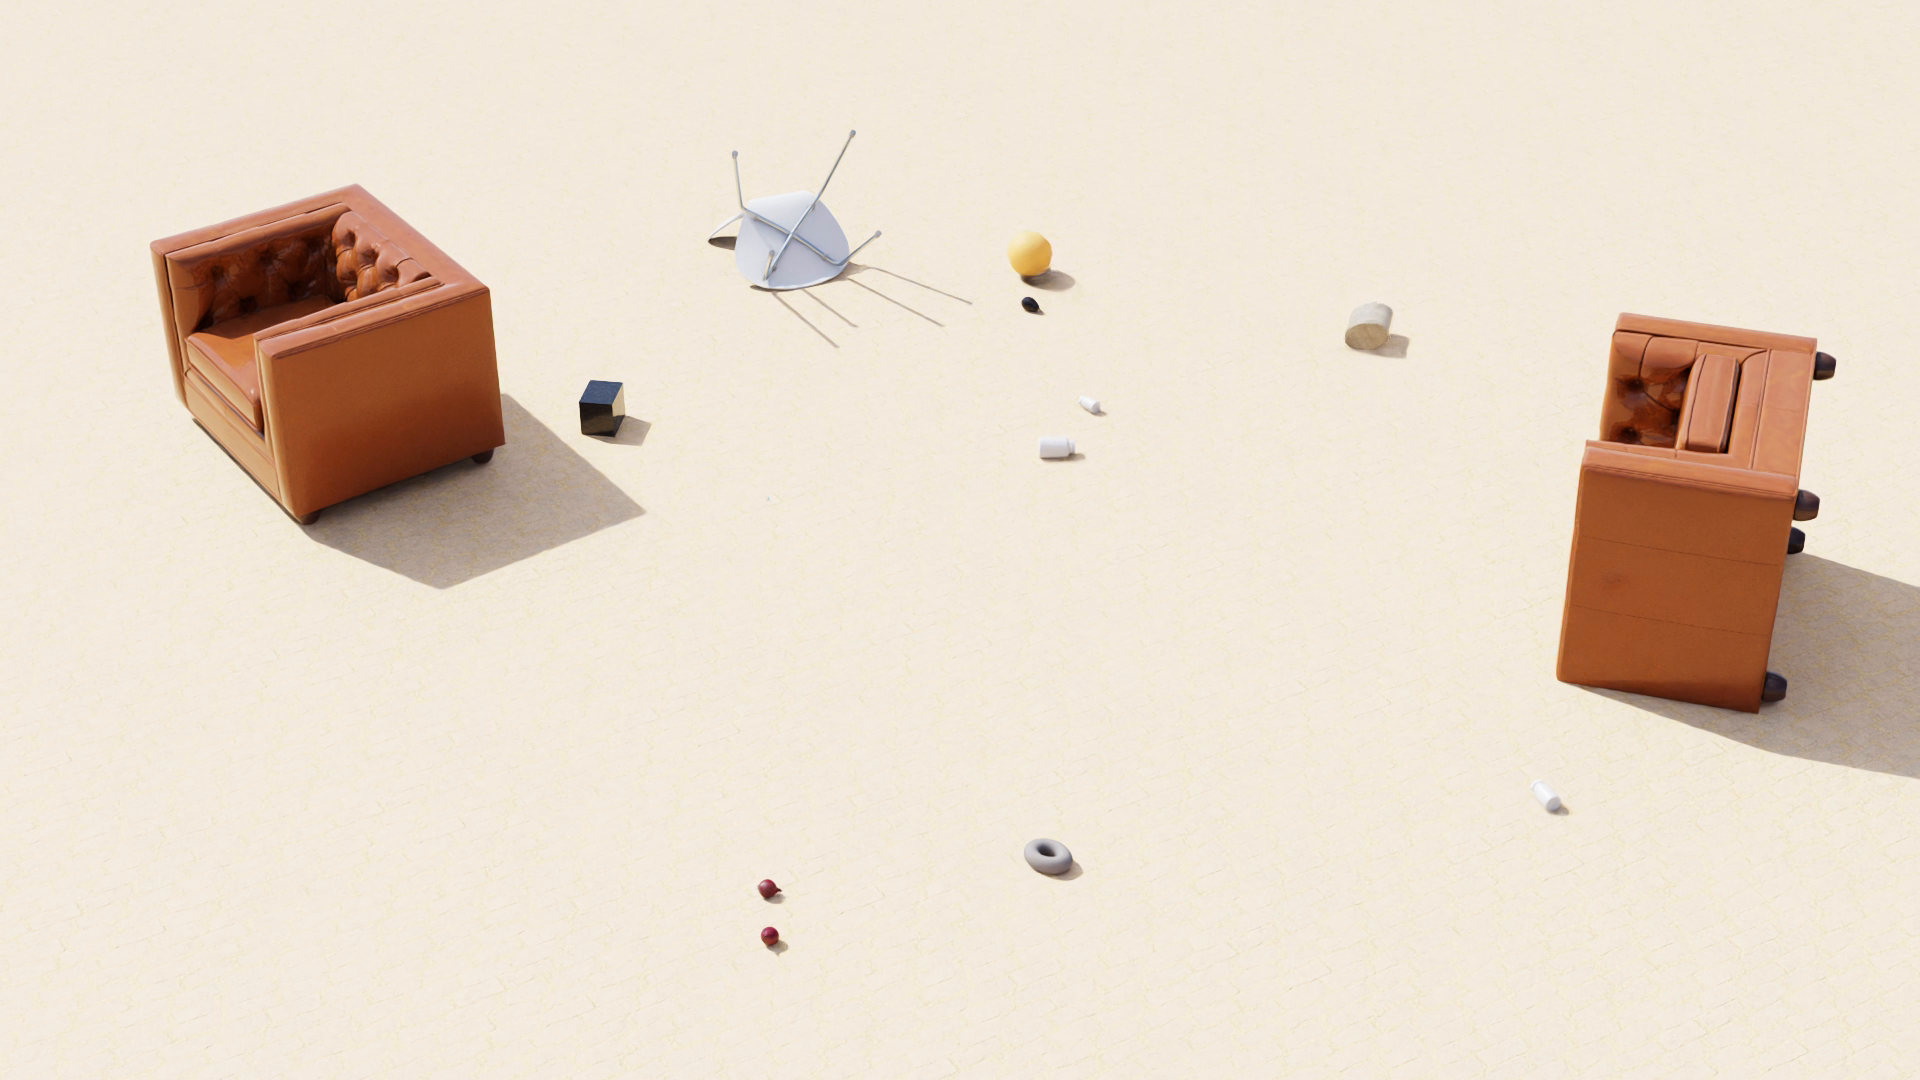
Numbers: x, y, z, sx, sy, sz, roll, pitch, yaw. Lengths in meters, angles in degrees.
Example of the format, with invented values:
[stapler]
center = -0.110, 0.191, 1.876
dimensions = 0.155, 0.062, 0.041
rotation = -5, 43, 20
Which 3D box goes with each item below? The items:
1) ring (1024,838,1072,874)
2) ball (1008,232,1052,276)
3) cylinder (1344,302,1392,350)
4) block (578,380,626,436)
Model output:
[ring]
center = 0.282, 1.009, 9.360
dimensions = 0.170, 0.059, 0.126
rotation = 20, 40, 29
[ball]
center = 0.301, -1.231, 12.638
dimensions = 0.193, 0.193, 0.193
rotation = 0, 33, 0
[cylinder]
center = 1.696, -0.888, 12.173
dimensions = 0.186, 0.122, 0.180
rotation = -11, 29, 22
[block]
center = -1.415, -0.521, 11.600
dimensions = 0.135, 0.148, 0.175
rotation = 5, 34, 7
